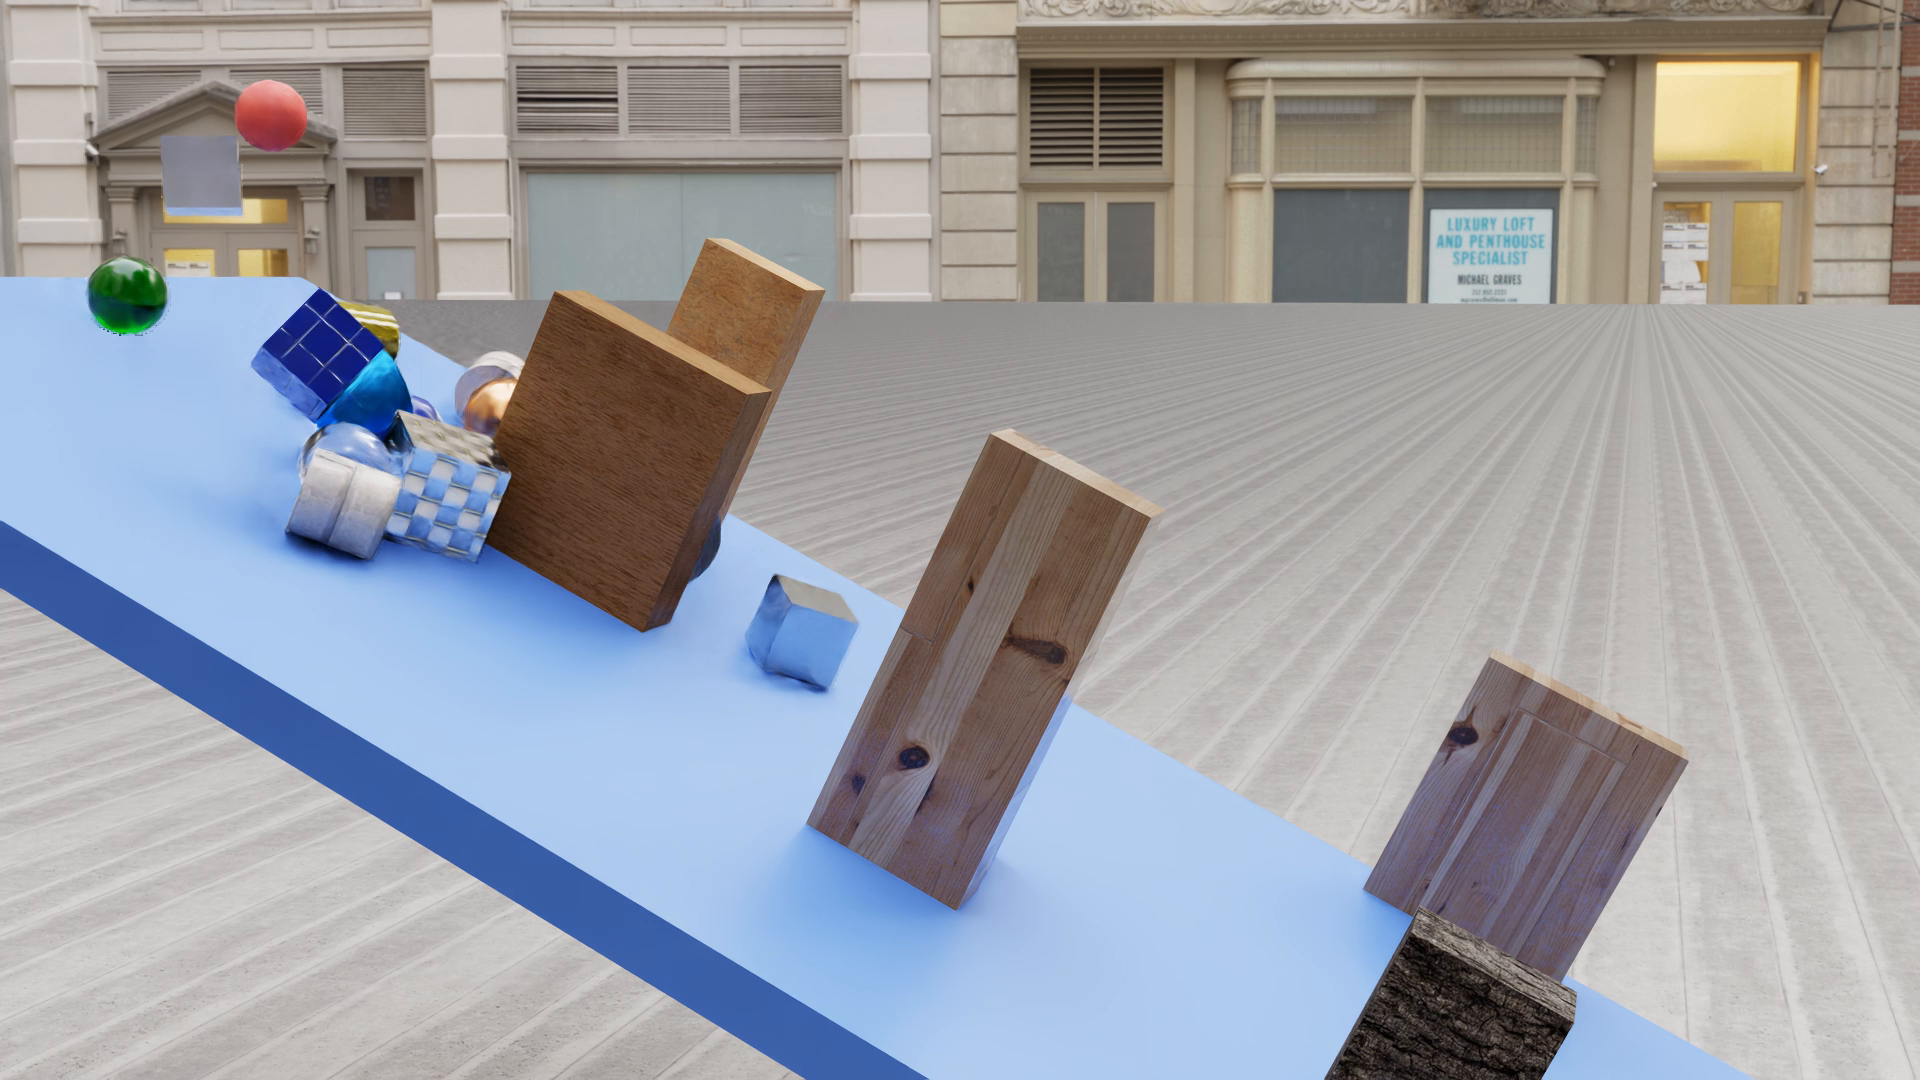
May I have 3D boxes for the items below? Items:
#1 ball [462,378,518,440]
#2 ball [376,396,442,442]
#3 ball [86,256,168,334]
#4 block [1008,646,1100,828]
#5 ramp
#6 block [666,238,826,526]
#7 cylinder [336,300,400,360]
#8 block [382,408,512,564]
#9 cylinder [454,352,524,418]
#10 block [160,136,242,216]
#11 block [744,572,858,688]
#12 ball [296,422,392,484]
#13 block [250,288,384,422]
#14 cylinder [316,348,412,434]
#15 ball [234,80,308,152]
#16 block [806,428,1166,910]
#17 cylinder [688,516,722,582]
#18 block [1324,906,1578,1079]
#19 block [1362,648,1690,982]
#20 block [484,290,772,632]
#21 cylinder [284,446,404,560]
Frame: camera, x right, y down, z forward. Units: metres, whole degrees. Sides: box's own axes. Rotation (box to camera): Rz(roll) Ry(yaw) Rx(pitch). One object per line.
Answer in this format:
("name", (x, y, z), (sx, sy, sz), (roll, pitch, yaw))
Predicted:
("ball", (-0.986, -0.256, 4.788), (0.192, 0.192, 0.192), (0, 7, 0))
("ball", (-1.134, -0.225, 4.513), (0.144, 0.144, 0.144), (0, 7, 0))
("ball", (-1.704, -0.501, 4.500), (0.159, 0.159, 0.159), (0, 7, 0))
("block", (0.023, 0.324, 3.895), (0.266, 0.434, 0.120), (28, 14, 12))
("ramp", (-0.252, 0.426, 4.164), (4.000, 0.100, 2.000), (28, 14, 12))
("block", (-0.546, -0.297, 4.736), (0.249, 0.656, 0.117), (28, 14, 12))
("cylinder", (-1.369, -0.454, 4.928), (0.156, 0.156, 0.156), (4, 1, 32))
("block", (-0.999, -0.102, 4.189), (0.193, 0.193, 0.193), (17, 16, -30))
("cylinder", (-1.065, -0.340, 5.036), (0.158, 0.158, 0.158), (0, 16, -2))
("block", (-1.520, -0.730, 4.411), (0.142, 0.142, 0.142), (-3, 3, -16))
("block", (-0.319, 0.183, 4.421), (0.151, 0.151, 0.151), (19, 15, -25))
("ball", (-1.142, -0.134, 4.081), (0.169, 0.169, 0.169), (0, 7, 0))
("block", (-1.168, -0.334, 3.995), (0.152, 0.152, 0.152), (-52, 13, -24))
("cylinder", (-1.189, -0.281, 4.340), (0.155, 0.155, 0.155), (-28, 20, -27))
("ball", (-1.442, -0.888, 4.603), (0.147, 0.147, 0.147), (0, 7, 0))
("block", (0.039, 0.216, 3.668), (0.296, 0.744, 0.123), (28, 14, 12))
("cylinder", (-0.618, -0.031, 4.490), (0.192, 0.192, 0.192), (-5, 26, -37))
("block", (0.648, 0.800, 3.128), (0.245, 0.479, 0.135), (28, 14, 12))
("block", (1.195, 0.594, 4.666), (0.448, 0.576, 0.123), (28, 14, 12))
("block", (-0.675, -0.156, 4.282), (0.439, 0.514, 0.127), (28, 14, 12))
("cylinder", (-1.103, -0.064, 3.938), (0.158, 0.158, 0.158), (23, 0, -18))
